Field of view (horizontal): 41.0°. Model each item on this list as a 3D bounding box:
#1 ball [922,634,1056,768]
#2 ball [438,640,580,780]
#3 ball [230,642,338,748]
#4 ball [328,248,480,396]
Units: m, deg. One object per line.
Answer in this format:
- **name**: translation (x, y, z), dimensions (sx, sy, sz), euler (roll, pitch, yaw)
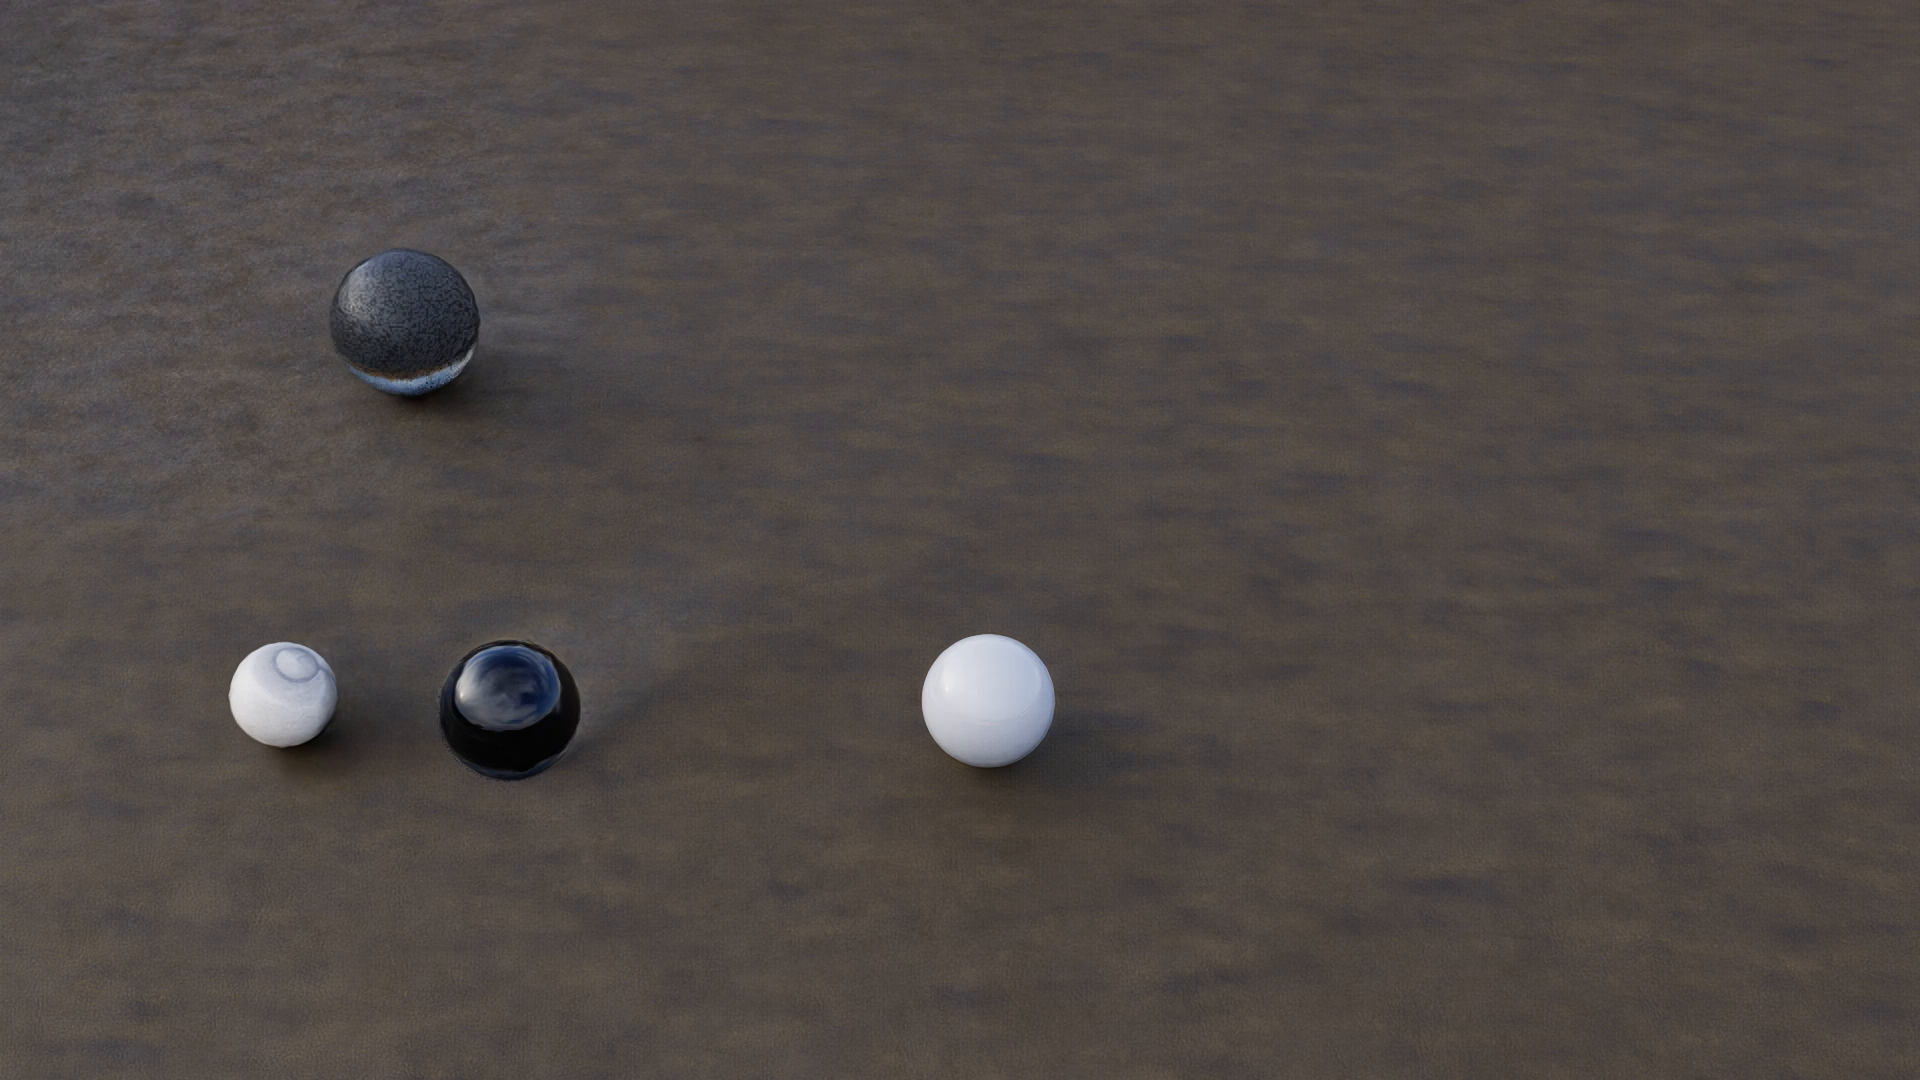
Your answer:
- **ball**: translation (0.016, 0.090, 1.428), dimensions (0.075, 0.075, 0.075), euler (0, 37, 0)
- **ball**: translation (-0.249, 0.094, 1.420), dimensions (0.078, 0.078, 0.078), euler (0, 37, 0)
- **ball**: translation (-0.381, 0.087, 1.444), dimensions (0.059, 0.059, 0.059), euler (0, 37, 0)
- **ball**: translation (-0.373, -0.146, 1.726), dimensions (0.099, 0.099, 0.099), euler (0, 37, 0)
